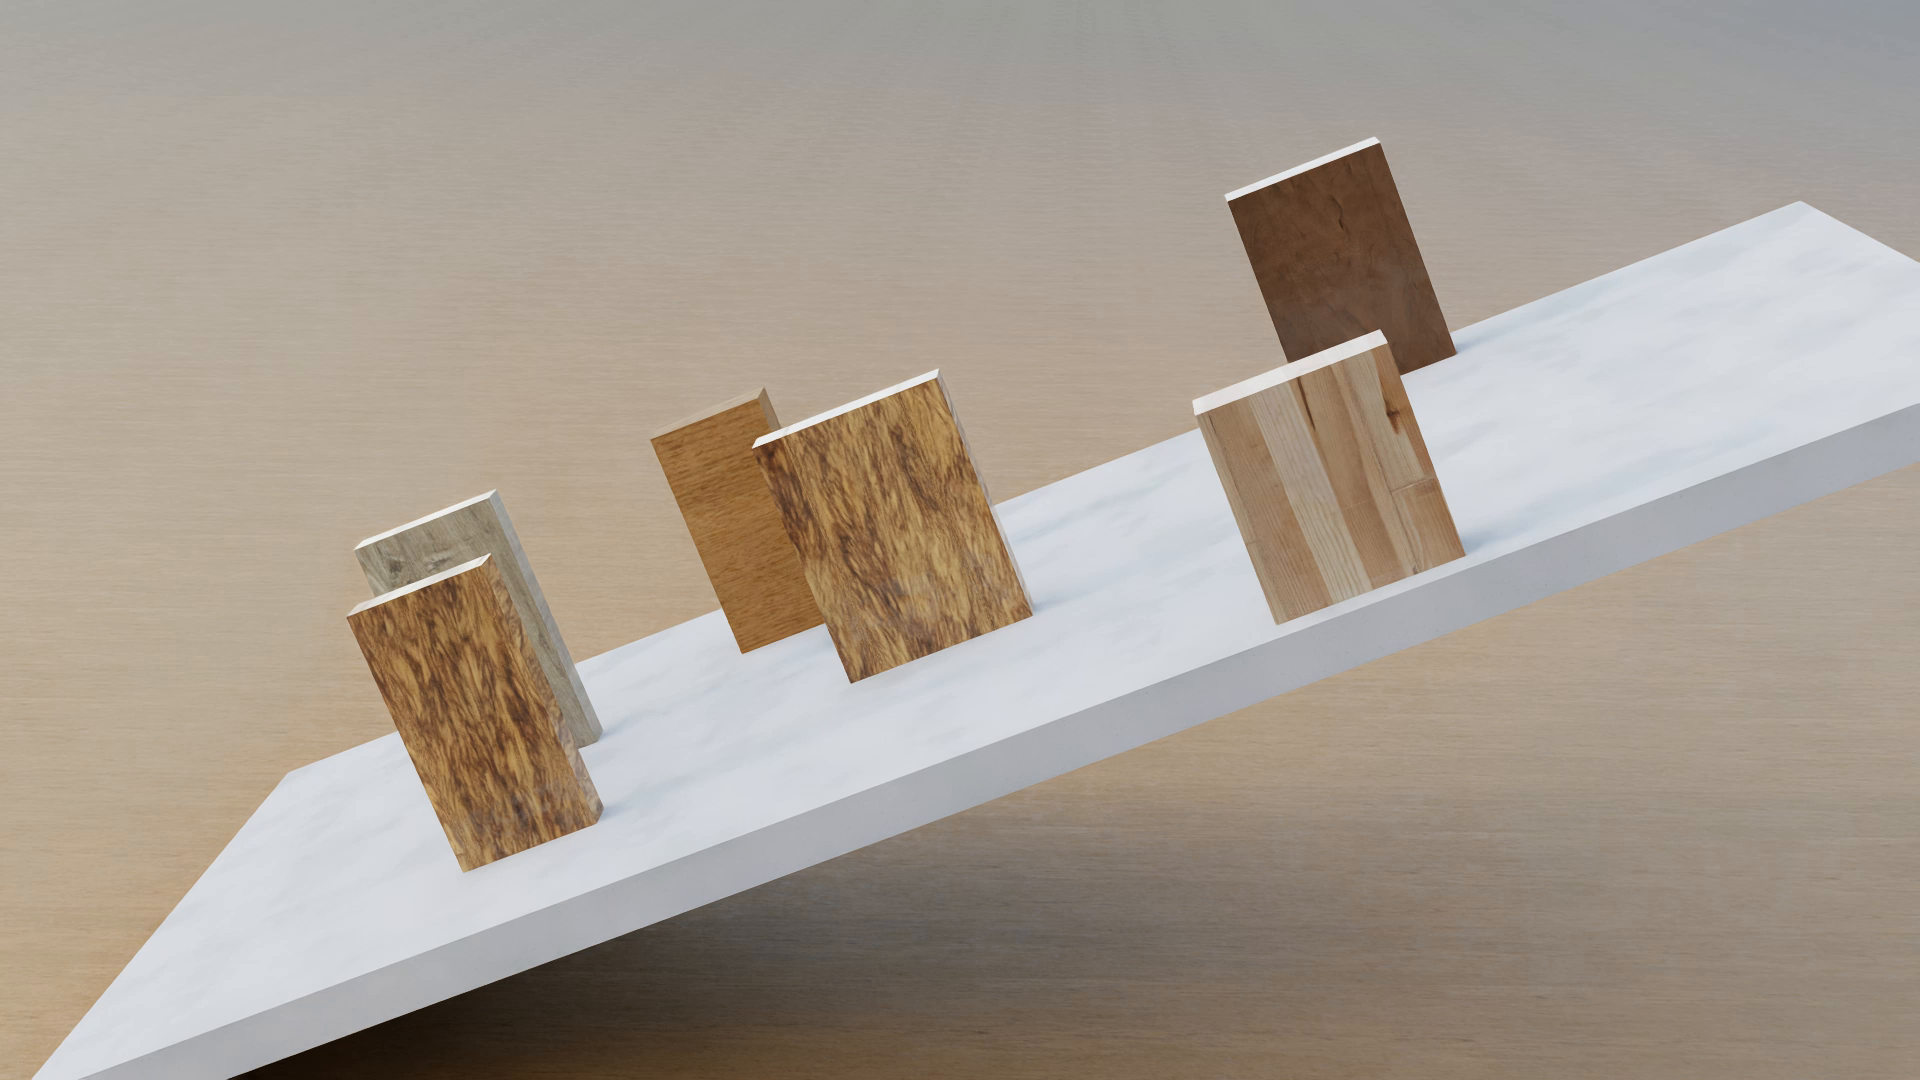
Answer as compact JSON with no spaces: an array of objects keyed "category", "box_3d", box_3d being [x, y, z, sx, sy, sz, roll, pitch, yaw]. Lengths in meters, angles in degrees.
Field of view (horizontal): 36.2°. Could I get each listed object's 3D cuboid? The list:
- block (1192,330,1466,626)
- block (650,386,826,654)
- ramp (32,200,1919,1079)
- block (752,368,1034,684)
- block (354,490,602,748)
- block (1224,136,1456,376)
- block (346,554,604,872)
[{"category":"block","box_3d":[0.666,-0.113,5.325,0.363,0.416,0.141,-21,12,7]},{"category":"block","box_3d":[-0.477,-0.045,6.774,0.264,0.541,0.144,-21,12,7]},{"category":"ramp","box_3d":[0.122,0.174,6.291,4.000,0.100,2.000,-21,12,7]},{"category":"block","box_3d":[-0.135,-0.027,6.091,0.408,0.537,0.101,-21,12,7]},{"category":"block","box_3d":[-1.062,0.224,6.507,0.325,0.595,0.086,-21,12,7]},{"category":"block","box_3d":[0.891,-0.622,6.889,0.373,0.530,0.127,-21,12,7]},{"category":"block","box_3d":[-0.961,0.346,5.851,0.292,0.569,0.096,-21,12,7]}]
